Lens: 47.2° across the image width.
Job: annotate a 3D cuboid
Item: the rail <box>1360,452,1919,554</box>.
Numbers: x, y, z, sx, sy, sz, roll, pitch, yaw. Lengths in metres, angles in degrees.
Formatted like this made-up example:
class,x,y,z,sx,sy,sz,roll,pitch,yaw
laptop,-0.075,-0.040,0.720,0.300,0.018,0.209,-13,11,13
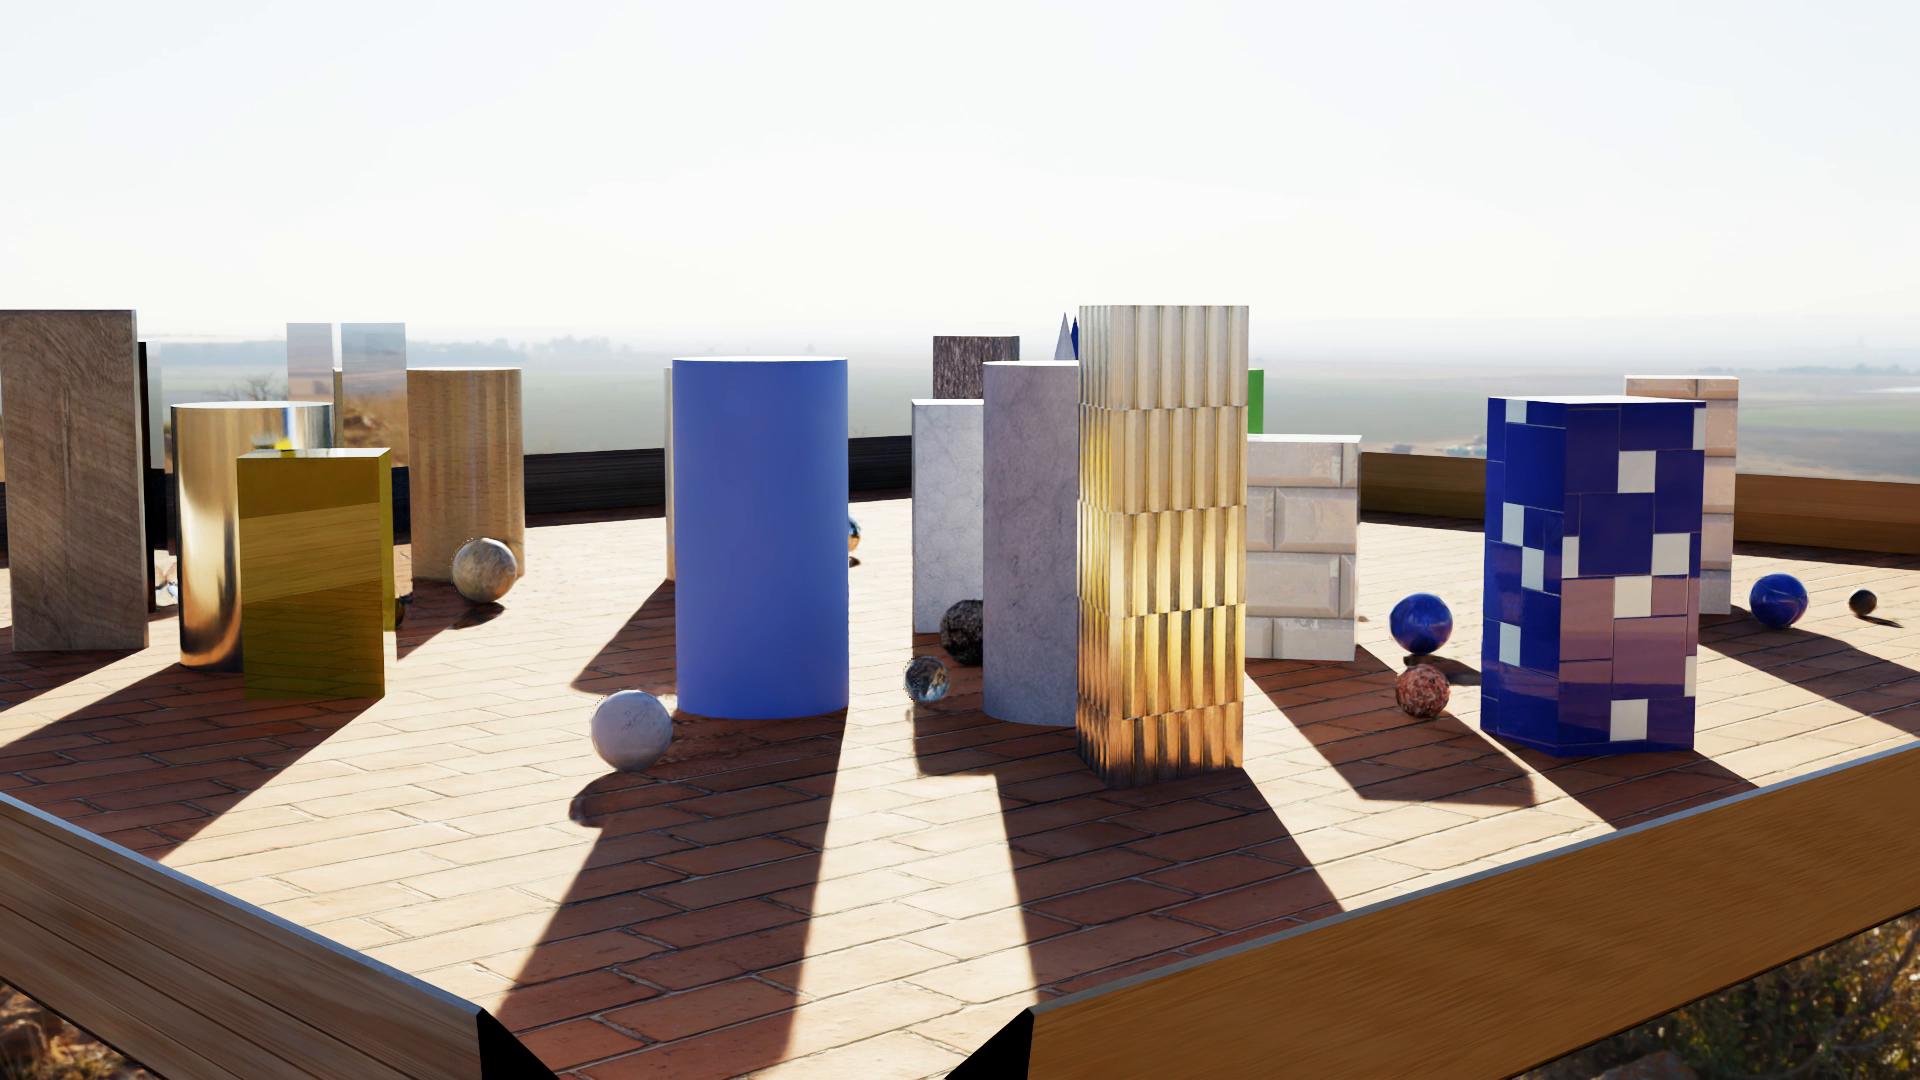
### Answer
class,x,y,z,sx,sy,sz,roll,pitch,yaw
rail,1.267,-0.089,4.495,0.045,0.127,3.483,-5,8,-42

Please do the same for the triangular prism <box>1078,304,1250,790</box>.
class,x,y,z,sx,sy,sz,roll,pitch,yaw
triangular prism,0.165,-0.002,2.133,0.169,0.449,0.146,-5,8,-38

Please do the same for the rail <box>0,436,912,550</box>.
class,x,y,z,sx,sy,sz,roll,pitch,yaw
rail,-1.165,-0.099,4.588,3.495,0.127,0.045,-5,8,-42

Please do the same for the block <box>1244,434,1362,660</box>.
class,x,y,z,sx,sy,sz,roll,pitch,yaw
block,0.441,0.006,2.874,0.156,0.278,0.156,1,6,12

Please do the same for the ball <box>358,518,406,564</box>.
class,x,y,z,sx,sy,sz,roll,pitch,yaw
ball,-1.011,0.002,3.847,0.084,0.084,0.084,0,6,0

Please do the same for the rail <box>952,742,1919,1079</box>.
class,x,y,z,sx,sy,sz,roll,pitch,yaw
rail,1.165,0.165,2.076,3.495,0.127,0.045,-5,8,-42

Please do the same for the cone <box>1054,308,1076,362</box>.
class,x,y,z,sx,sy,sz,roll,pitch,yaw
cone,0.135,-0.075,2.843,0.195,0.446,0.195,0,6,0

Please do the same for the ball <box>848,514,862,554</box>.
class,x,y,z,sx,sy,sz,roll,pitch,yaw
ball,-0.217,-0.011,3.996,0.078,0.078,0.078,0,6,0

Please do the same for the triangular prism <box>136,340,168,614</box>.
class,x,y,z,sx,sy,sz,roll,pitch,yaw
triangular prism,-1.246,-0.100,3.308,0.169,0.399,0.146,2,6,17

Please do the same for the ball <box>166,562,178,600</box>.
class,x,y,z,sx,sy,sz,roll,pitch,yaw
ball,-1.174,0.062,3.350,0.069,0.069,0.069,0,6,0

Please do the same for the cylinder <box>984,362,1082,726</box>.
class,x,y,z,sx,sy,sz,roll,pitch,yaw
cylinder,0.123,-0.002,2.434,0.195,0.386,0.195,0,6,0

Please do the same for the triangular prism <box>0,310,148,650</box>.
class,x,y,z,sx,sy,sz,roll,pitch,yaw
triangular prism,-1.168,-0.085,2.941,0.169,0.445,0.146,-1,6,-9

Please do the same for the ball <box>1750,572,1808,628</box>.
class,x,y,z,sx,sy,sz,roll,pitch,yaw
ball,1.149,0.084,3.086,0.078,0.078,0.078,0,6,0

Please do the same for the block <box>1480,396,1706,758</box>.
class,x,y,z,sx,sy,sz,roll,pitch,yaw
block,0.649,0.032,2.269,0.156,0.353,0.156,-2,6,-15

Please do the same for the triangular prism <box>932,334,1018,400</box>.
class,x,y,z,sx,sy,sz,roll,pitch,yaw
triangular prism,0.062,-0.174,4.018,0.169,0.398,0.146,5,8,37

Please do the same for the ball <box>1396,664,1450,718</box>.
class,x,y,z,sx,sy,sz,roll,pitch,yaw
ball,0.505,0.166,2.402,0.059,0.059,0.059,0,6,0

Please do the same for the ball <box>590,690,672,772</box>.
class,x,y,z,sx,sy,sz,roll,pitch,yaw
ball,-0.318,0.184,2.126,0.079,0.079,0.079,0,6,0

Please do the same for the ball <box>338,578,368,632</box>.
class,x,y,z,sx,sy,sz,roll,pitch,yaw
ball,-0.859,0.090,3.047,0.074,0.074,0.074,0,6,0

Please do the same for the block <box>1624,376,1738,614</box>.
class,x,y,z,sx,sy,sz,roll,pitch,yaw
block,1.075,-0.072,3.301,0.156,0.344,0.156,2,6,15

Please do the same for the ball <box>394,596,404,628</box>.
class,x,y,z,sx,sy,sz,roll,pitch,yaw
ball,-0.796,0.101,3.044,0.053,0.053,0.053,0,6,0

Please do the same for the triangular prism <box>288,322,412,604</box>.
class,x,y,z,sx,sy,sz,roll,pitch,yaw
triangular prism,-0.892,-0.111,3.287,0.146,0.425,0.169,-5,8,-40

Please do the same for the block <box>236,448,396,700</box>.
class,x,y,z,sx,sy,sz,roll,pitch,yaw
block,-0.754,0.036,2.588,0.156,0.278,0.156,-1,6,-9

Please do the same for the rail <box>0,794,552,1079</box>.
class,x,y,z,sx,sy,sz,roll,pitch,yaw
rail,-1.267,0.155,2.169,0.045,0.127,3.483,-5,8,-42

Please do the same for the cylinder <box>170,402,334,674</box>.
class,x,y,z,sx,sy,sz,roll,pitch,yaw
cylinder,-0.890,-0.008,2.783,0.195,0.326,0.195,0,6,0

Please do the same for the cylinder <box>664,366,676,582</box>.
class,x,y,z,sx,sy,sz,roll,pitch,yaw
cylinder,-0.392,-0.112,3.655,0.195,0.350,0.195,0,6,0

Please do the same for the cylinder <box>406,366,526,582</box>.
class,x,y,z,sx,sy,sz,roll,pitch,yaw
cylinder,-0.829,-0.113,3.679,0.195,0.347,0.195,0,6,0

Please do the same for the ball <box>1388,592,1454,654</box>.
class,x,y,z,sx,sy,sz,roll,pitch,yaw
ball,0.597,0.108,2.845,0.082,0.082,0.082,0,6,0

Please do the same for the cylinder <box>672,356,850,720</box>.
class,x,y,z,sx,sy,sz,roll,pitch,yaw
cylinder,-0.223,-0.008,2.474,0.195,0.390,0.195,0,6,0

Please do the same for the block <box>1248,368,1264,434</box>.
class,x,y,z,sx,sy,sz,roll,pitch,yaw
block,0.459,-0.155,4.146,0.156,0.334,0.156,-4,7,-35

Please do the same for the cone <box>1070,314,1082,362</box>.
class,x,y,z,sx,sy,sz,roll,pitch,yaw
cone,0.228,-0.232,4.380,0.195,0.438,0.195,0,6,0

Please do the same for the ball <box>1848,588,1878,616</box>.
class,x,y,z,sx,sy,sz,roll,pitch,yaw
ball,1.316,0.091,3.207,0.040,0.040,0.040,0,6,0

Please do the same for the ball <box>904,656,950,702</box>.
class,x,y,z,sx,sy,sz,roll,pitch,yaw
ball,-0.037,0.159,2.499,0.052,0.052,0.052,0,6,0

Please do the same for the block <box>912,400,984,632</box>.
class,x,y,z,sx,sy,sz,roll,pitch,yaw
block,0.012,-0.037,3.105,0.156,0.316,0.156,0,6,-3

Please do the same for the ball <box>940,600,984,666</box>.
class,x,y,z,sx,sy,sz,roll,pitch,yaw
ball,0.017,0.116,2.760,0.084,0.084,0.084,0,6,0

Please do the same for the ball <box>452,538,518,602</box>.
class,x,y,z,sx,sy,sz,roll,pitch,yaw
ball,-0.724,0.047,3.348,0.098,0.098,0.098,0,6,0
